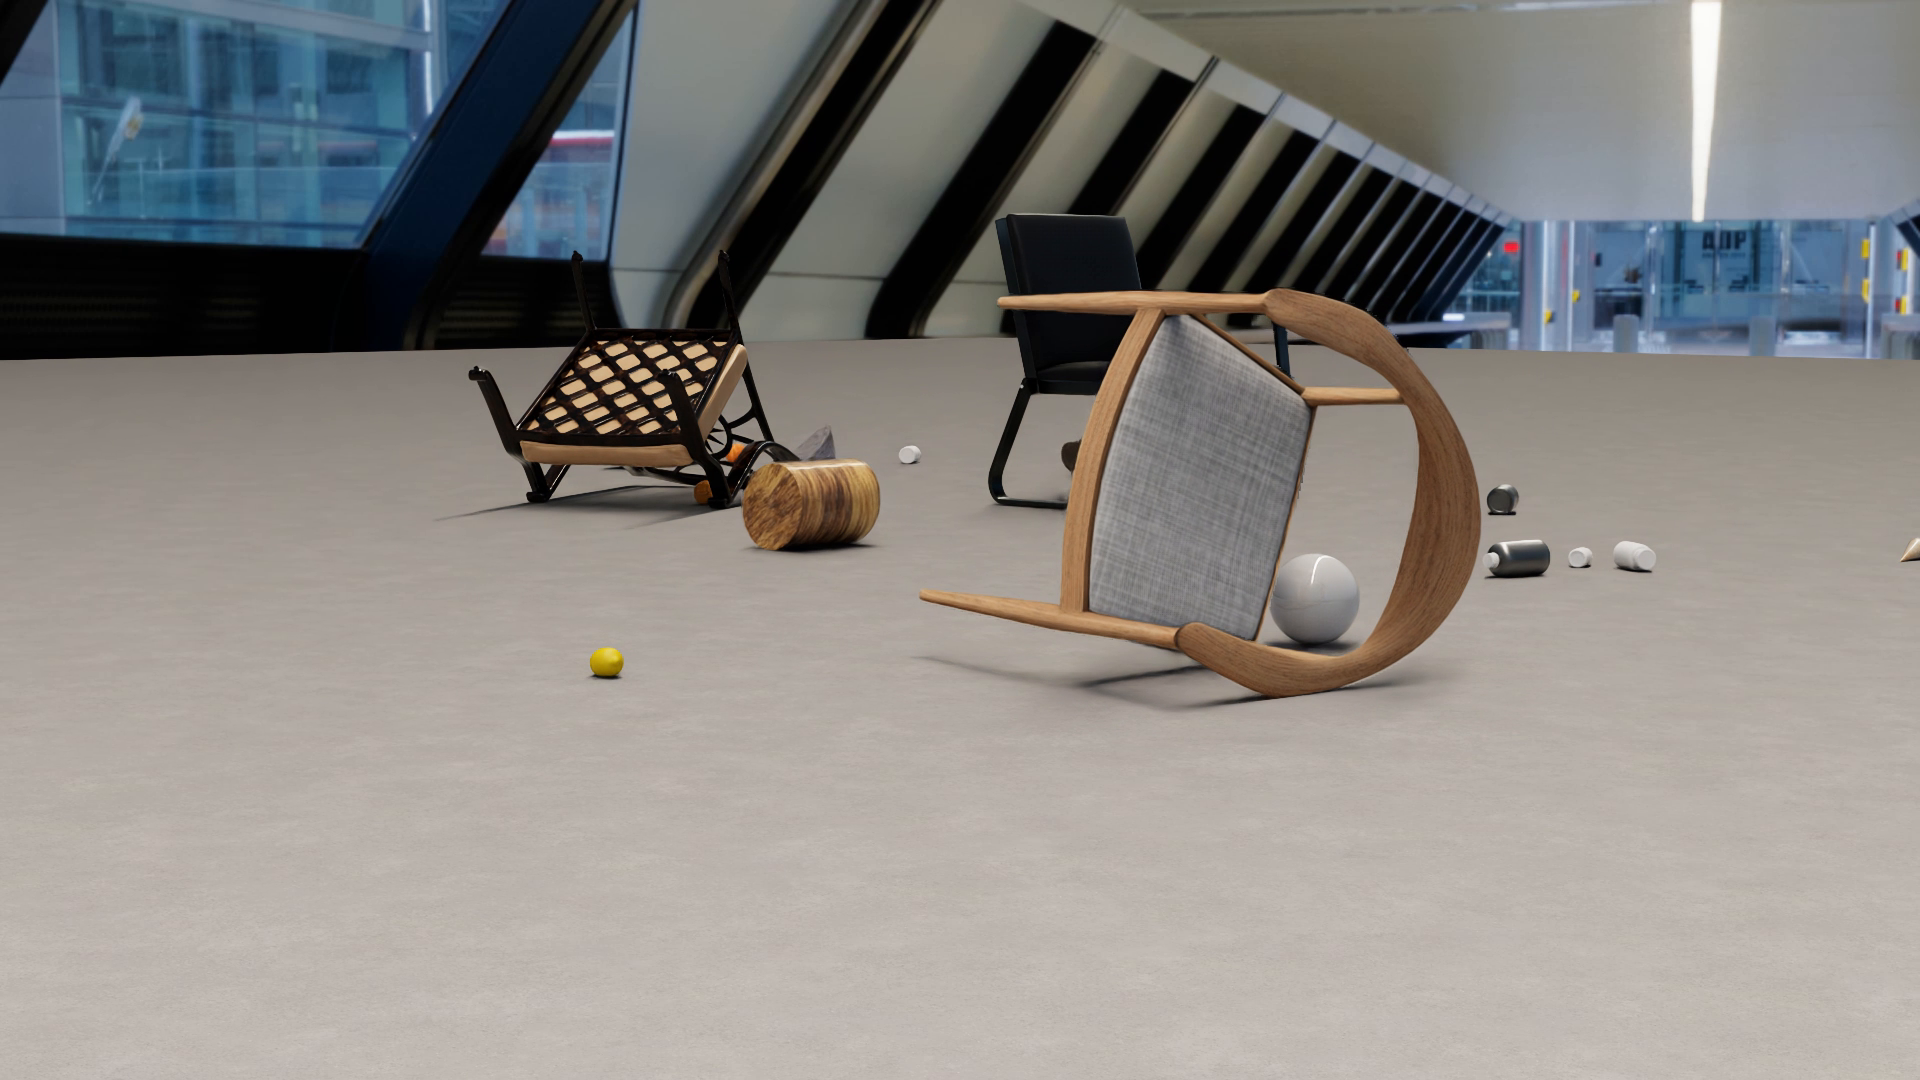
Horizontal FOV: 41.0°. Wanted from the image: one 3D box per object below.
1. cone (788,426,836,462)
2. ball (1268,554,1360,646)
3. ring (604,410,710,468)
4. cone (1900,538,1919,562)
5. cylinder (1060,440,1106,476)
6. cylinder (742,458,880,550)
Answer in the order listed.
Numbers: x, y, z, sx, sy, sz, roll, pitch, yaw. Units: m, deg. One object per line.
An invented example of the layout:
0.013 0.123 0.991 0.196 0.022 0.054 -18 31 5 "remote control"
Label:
-0.446 -0.242 8.321 0.145 0.190 0.294 38 -38 -16 "cone"
0.633 0.106 4.586 0.164 0.164 0.164 0 6 0 "ball"
-1.053 -0.352 8.918 0.159 0.194 0.465 -11 6 39 "ring"
2.199 0.036 5.947 0.103 0.049 0.053 -25 -19 -42 "cone"
0.408 -0.270 8.475 0.136 0.099 0.088 43 23 18 "cylinder"
-0.361 -0.089 6.244 0.253 0.203 0.228 -6 -25 -44 "cylinder"
